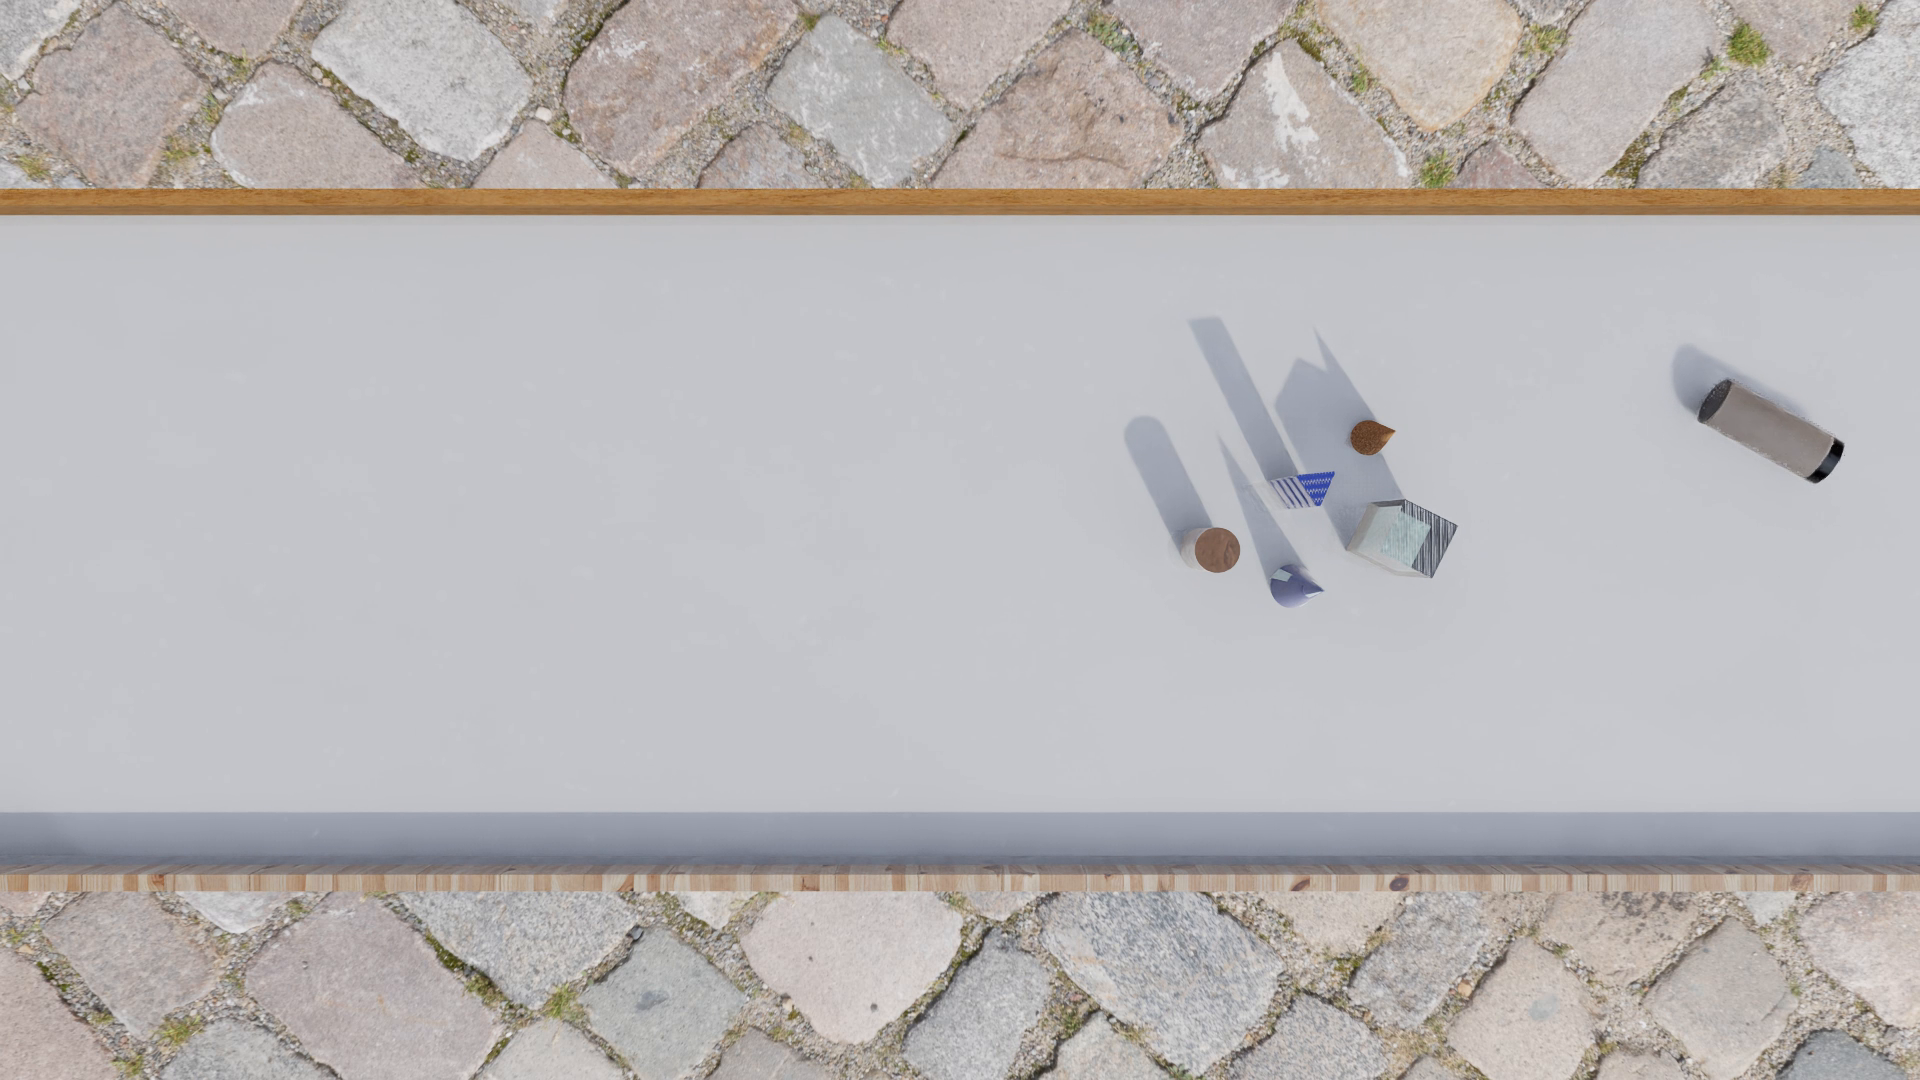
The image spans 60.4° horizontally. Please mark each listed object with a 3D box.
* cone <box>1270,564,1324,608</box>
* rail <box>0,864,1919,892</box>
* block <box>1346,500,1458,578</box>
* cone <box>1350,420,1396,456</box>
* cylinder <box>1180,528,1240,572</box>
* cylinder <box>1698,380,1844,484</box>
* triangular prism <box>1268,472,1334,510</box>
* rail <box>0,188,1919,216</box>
[{"bbox_3d":[1.023,0.142,4.849,0.136,0.455,0.136,0,90,0],"label":"cone"},{"bbox_3d":[-2.247,1.025,5.001,12.000,0.150,0.050,0,90,0],"label":"rail"},{"bbox_3d":[1.300,-0.003,4.873,0.167,0.408,0.167,27,90,0],"label":"block"},{"bbox_3d":[1.257,-0.315,4.914,0.108,0.325,0.108,0,90,0],"label":"cone"},{"bbox_3d":[0.743,0.029,4.918,0.132,0.317,0.132,0,90,0],"label":"cylinder"},{"bbox_3d":[2.457,-0.329,5.001,0.387,0.150,0.150,29,90,0],"label":"cylinder"},{"bbox_3d":[1.013,-0.164,4.850,0.091,0.453,0.106,-35,90,0],"label":"triangular prism"},{"bbox_3d":[-2.247,-1.025,5.002,12.000,0.150,0.050,0,90,0],"label":"rail"}]
